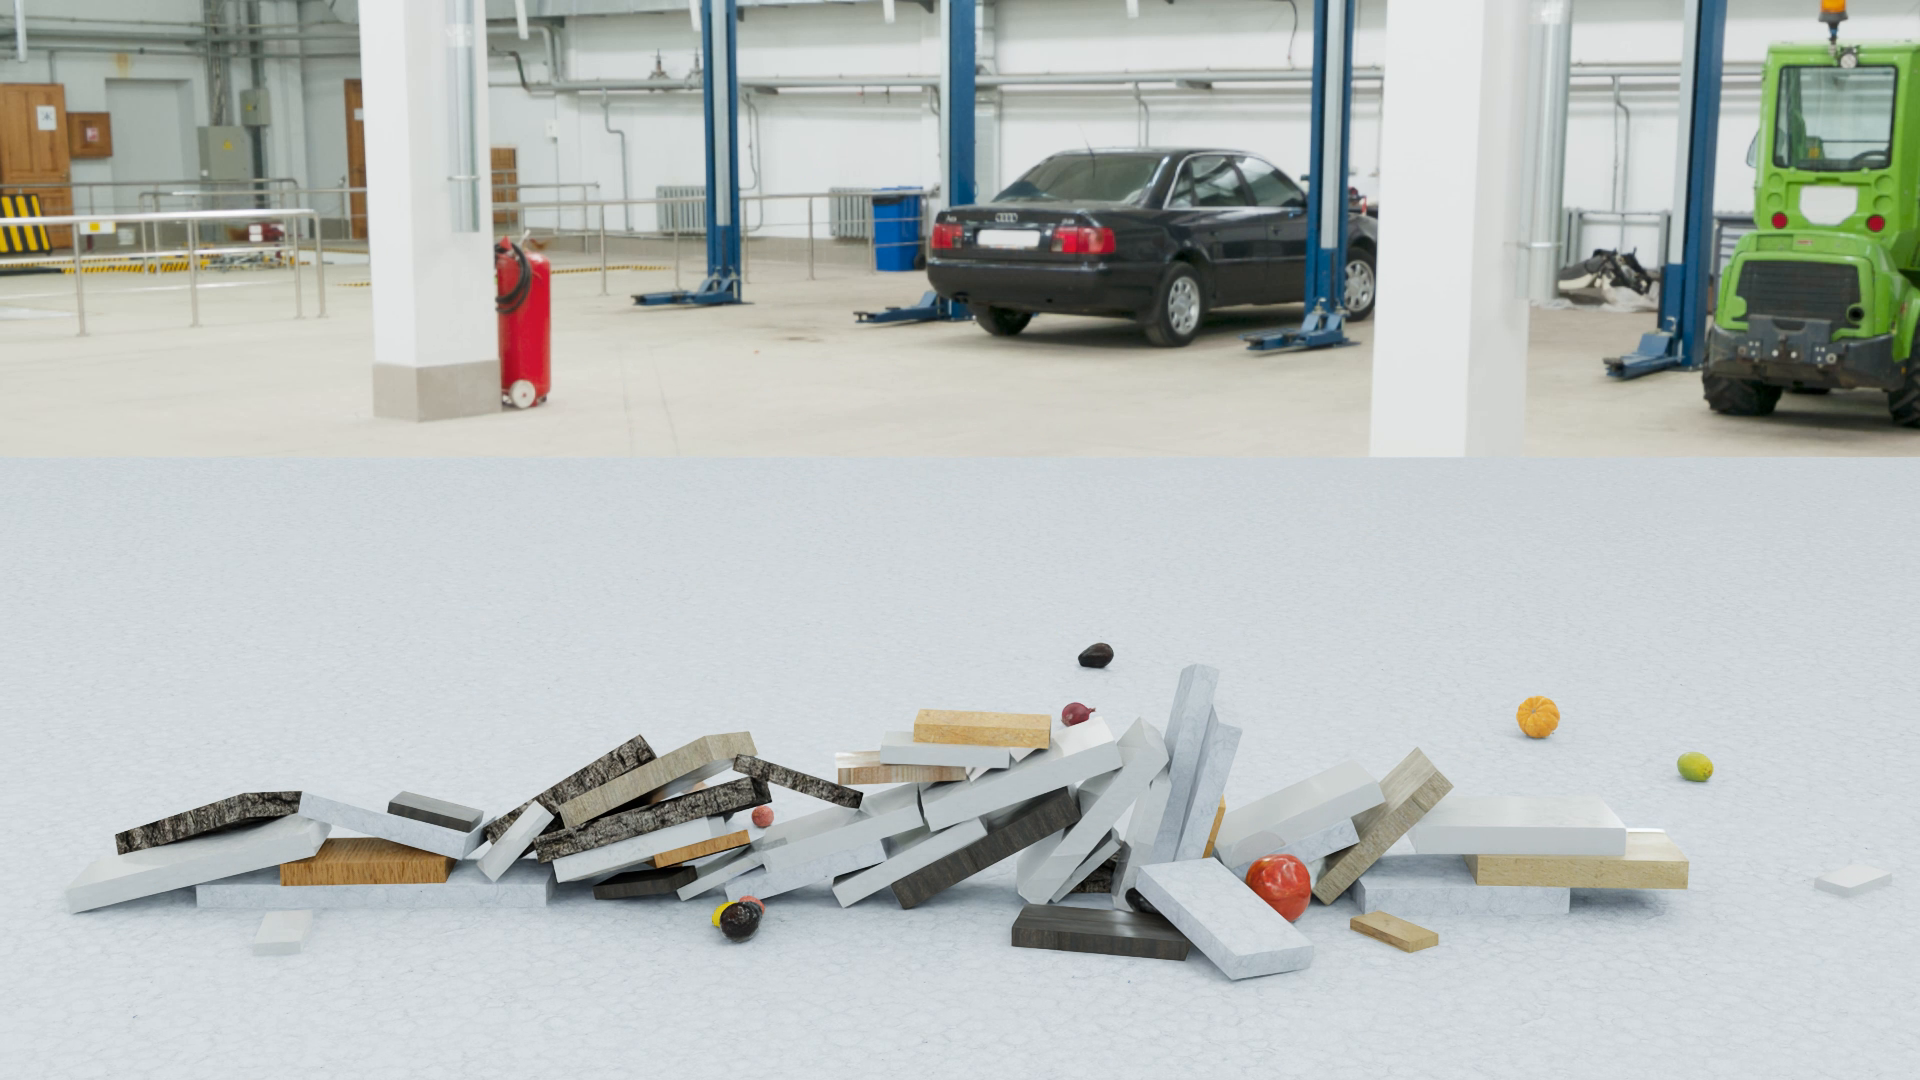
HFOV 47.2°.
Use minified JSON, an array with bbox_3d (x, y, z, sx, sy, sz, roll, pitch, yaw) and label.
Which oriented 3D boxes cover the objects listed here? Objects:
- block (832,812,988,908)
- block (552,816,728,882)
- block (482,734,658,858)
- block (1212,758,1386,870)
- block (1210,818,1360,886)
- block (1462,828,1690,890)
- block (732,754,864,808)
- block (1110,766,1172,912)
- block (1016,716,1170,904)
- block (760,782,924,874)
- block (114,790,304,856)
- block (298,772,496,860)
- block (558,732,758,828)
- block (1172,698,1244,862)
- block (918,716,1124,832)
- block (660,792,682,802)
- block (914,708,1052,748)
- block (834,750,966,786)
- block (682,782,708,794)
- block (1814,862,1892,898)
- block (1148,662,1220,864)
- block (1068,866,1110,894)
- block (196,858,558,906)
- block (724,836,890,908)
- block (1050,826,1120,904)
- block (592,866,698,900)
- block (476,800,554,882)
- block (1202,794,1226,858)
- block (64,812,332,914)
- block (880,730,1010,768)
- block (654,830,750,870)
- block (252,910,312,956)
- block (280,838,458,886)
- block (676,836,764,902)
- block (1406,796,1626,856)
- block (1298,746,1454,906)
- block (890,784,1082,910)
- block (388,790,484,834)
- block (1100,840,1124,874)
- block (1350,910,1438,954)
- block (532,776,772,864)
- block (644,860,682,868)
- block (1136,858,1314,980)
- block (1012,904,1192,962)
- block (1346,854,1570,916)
[{"bbox_3d":[-0.082,0.512,3.650,0.268,0.038,0.134,-28,9,5],"label":"block"},{"bbox_3d":[-0.530,0.515,3.665,0.266,0.038,0.133,-16,-8,3],"label":"block"},{"bbox_3d":[-0.659,0.445,3.776,0.304,0.043,0.152,-31,-14,-8],"label":"block"},{"bbox_3d":[0.551,0.456,3.661,0.285,0.040,0.143,-23,10,-2],"label":"block"},{"bbox_3d":[0.513,0.516,3.665,0.285,0.040,0.143,-22,10,3],"label":"block"},{"bbox_3d":[1.011,0.524,3.636,0.336,0.048,0.168,1,11,3],"label":"block"},{"bbox_3d":[-0.265,0.397,3.617,0.200,0.028,0.100,16,-5,12],"label":"block"},{"bbox_3d":[0.297,0.487,3.614,0.031,0.222,0.111,16,10,-2],"label":"block"},{"bbox_3d":[0.217,0.450,3.645,0.047,0.328,0.164,39,8,-6],"label":"block"},{"bbox_3d":[-0.192,0.475,3.643,0.268,0.038,0.134,-18,10,3],"label":"block"},{"bbox_3d":[-1.278,0.485,3.755,0.289,0.041,0.144,-18,-12,21],"label":"block"},{"bbox_3d":[-0.945,0.463,3.702,0.289,0.041,0.144,14,9,6],"label":"block"},{"bbox_3d":[-0.504,0.402,3.677,0.304,0.043,0.152,-26,-11,20],"label":"block"},{"bbox_3d":[0.396,0.416,3.610,0.040,0.285,0.143,16,12,-2],"label":"block"},{"bbox_3d":[0.097,0.385,3.638,0.329,0.047,0.164,-19,10,-1],"label":"block"},{"bbox_3d":[-0.515,0.502,3.921,0.100,0.028,0.200,-44,28,-17],"label":"block"},{"bbox_3d":[0.039,0.313,3.653,0.222,0.031,0.111,2,8,4],"label":"block"},{"bbox_3d":[-0.100,0.375,3.650,0.210,0.030,0.105,-2,9,-6],"label":"block"},{"bbox_3d":[-0.495,0.486,4.005,0.100,0.028,0.200,-41,23,-12],"label":"block"},{"bbox_3d":[1.506,0.574,3.707,0.129,0.018,0.064,-8,13,-36],"label":"block"},{"bbox_3d":[0.358,0.392,3.673,0.040,0.365,0.143,16,-8,-2],"label":"block"},{"bbox_3d":[0.215,0.566,3.741,0.072,0.021,0.145,0,11,0],"label":"block"},{"bbox_3d":[-0.965,0.571,3.668,0.572,0.038,0.133,0,11,0],"label":"block"},{"bbox_3d":[-0.252,0.533,3.654,0.268,0.038,0.134,-17,10,4],"label":"block"},{"bbox_3d":[0.204,0.536,3.644,0.145,0.021,0.072,-42,8,9],"label":"block"},{"bbox_3d":[-0.521,0.566,3.637,0.157,0.022,0.078,-10,4,29],"label":"block"},{"bbox_3d":[-0.737,0.498,3.644,0.142,0.020,0.071,-48,23,-13],"label":"block"},{"bbox_3d":[0.408,0.482,3.619,0.018,0.129,0.064,15,17,-3],"label":"block"},{"bbox_3d":[-1.258,0.529,3.648,0.402,0.041,0.144,-13,11,-3],"label":"block"},{"bbox_3d":[-0.023,0.345,3.630,0.210,0.030,0.105,2,8,2],"label":"block"},{"bbox_3d":[-0.424,0.511,3.633,0.157,0.022,0.078,-15,-8,-7],"label":"block"},{"bbox_3d":[-1.066,0.618,3.464,0.071,0.020,0.142,-2,11,-9],"label":"block"},{"bbox_3d":[-0.981,0.534,3.663,0.266,0.038,0.133,-1,11,-3],"label":"block"},{"bbox_3d":[-0.393,0.546,3.659,0.157,0.022,0.078,-25,9,4],"label":"block"},{"bbox_3d":[0.914,0.473,3.649,0.336,0.048,0.168,0,10,2],"label":"block"},{"bbox_3d":[0.687,0.474,3.657,0.040,0.285,0.143,44,6,-8],"label":"block"},{"bbox_3d":[0.043,0.493,3.652,0.328,0.047,0.164,-28,9,5],"label":"block"},{"bbox_3d":[-0.874,0.453,3.668,0.142,0.020,0.071,14,9,2],"label":"block"},{"bbox_3d":[0.257,0.538,3.787,0.072,0.021,0.145,25,10,8],"label":"block"},{"bbox_3d":[0.685,0.618,3.470,0.064,0.018,0.129,-7,13,-34],"label":"block"},{"bbox_3d":[-0.509,0.467,3.668,0.373,0.043,0.152,-16,-8,3],"label":"block"},{"bbox_3d":[-0.555,0.504,3.844,0.030,0.105,0.210,-8,13,-38],"label":"block"},{"bbox_3d":[0.409,0.585,3.421,0.143,0.040,0.285,-2,21,-27],"label":"block"},{"bbox_3d":[0.225,0.615,3.451,0.272,0.031,0.111,2,11,13],"label":"block"},{"bbox_3d":[0.818,0.570,3.646,0.336,0.048,0.168,-1,11,-3],"label":"block"}]
